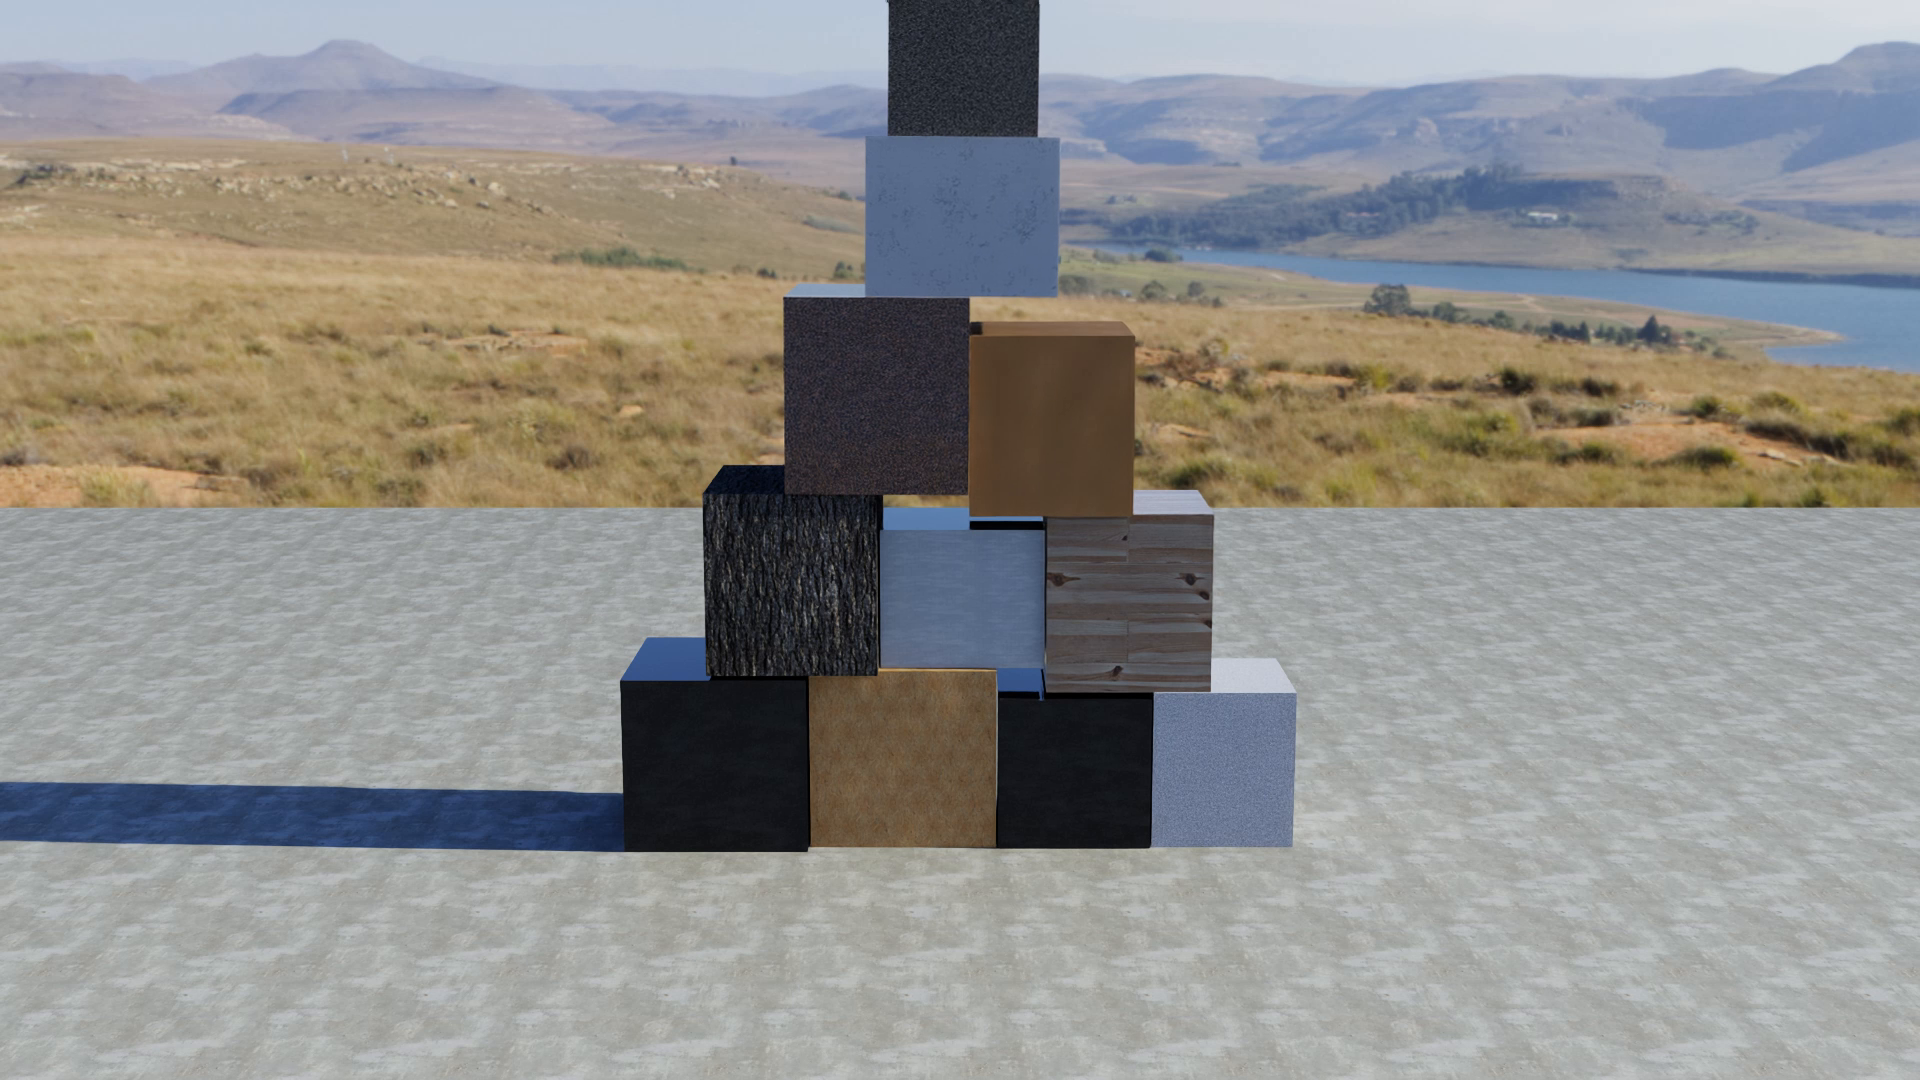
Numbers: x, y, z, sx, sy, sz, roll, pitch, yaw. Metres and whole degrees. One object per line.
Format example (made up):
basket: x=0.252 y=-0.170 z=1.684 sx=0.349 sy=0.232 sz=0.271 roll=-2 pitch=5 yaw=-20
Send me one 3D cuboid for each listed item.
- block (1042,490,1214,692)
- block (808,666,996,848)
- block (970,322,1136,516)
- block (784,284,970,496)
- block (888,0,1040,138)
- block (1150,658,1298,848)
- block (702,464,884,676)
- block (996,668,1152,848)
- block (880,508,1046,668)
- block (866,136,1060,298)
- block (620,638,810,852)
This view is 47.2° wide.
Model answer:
block: x=0.838 y=0.248 z=11.229 sx=0.818 sy=0.898 sz=0.763 roll=0 pitch=10 yaw=0
block: x=-0.284 y=1.025 z=11.382 sx=0.931 sy=0.911 sz=0.820 roll=0 pitch=10 yaw=0
block: x=0.446 y=-0.624 z=11.061 sx=0.796 sy=0.880 sz=0.859 roll=0 pitch=10 yaw=0
block: x=-0.399 y=-0.775 z=11.030 sx=0.887 sy=0.950 sz=0.988 roll=0 pitch=10 yaw=0
block: x=0.017 y=-2.375 z=10.747 sx=0.712 sy=0.798 sz=0.765 roll=0 pitch=10 yaw=0
block: x=1.319 y=1.086 z=11.358 sx=0.711 sy=0.799 sz=0.740 roll=0 pitch=10 yaw=0
block: x=-0.826 y=0.136 z=11.203 sx=0.842 sy=0.903 sz=0.977 roll=0 pitch=10 yaw=0
block: x=0.572 y=1.102 z=11.364 sx=0.762 sy=0.765 sz=0.802 roll=0 pitch=10 yaw=0
block: x=0.012 y=0.234 z=11.231 sx=0.815 sy=0.700 sz=0.678 roll=0 pitch=10 yaw=0
block: x=0.011 y=-1.614 z=10.902 sx=0.925 sy=0.754 sz=0.827 roll=0 pitch=10 yaw=0
block: x=-1.217 y=1.040 z=11.377 sx=0.914 sy=0.883 sz=0.956 roll=0 pitch=10 yaw=0
